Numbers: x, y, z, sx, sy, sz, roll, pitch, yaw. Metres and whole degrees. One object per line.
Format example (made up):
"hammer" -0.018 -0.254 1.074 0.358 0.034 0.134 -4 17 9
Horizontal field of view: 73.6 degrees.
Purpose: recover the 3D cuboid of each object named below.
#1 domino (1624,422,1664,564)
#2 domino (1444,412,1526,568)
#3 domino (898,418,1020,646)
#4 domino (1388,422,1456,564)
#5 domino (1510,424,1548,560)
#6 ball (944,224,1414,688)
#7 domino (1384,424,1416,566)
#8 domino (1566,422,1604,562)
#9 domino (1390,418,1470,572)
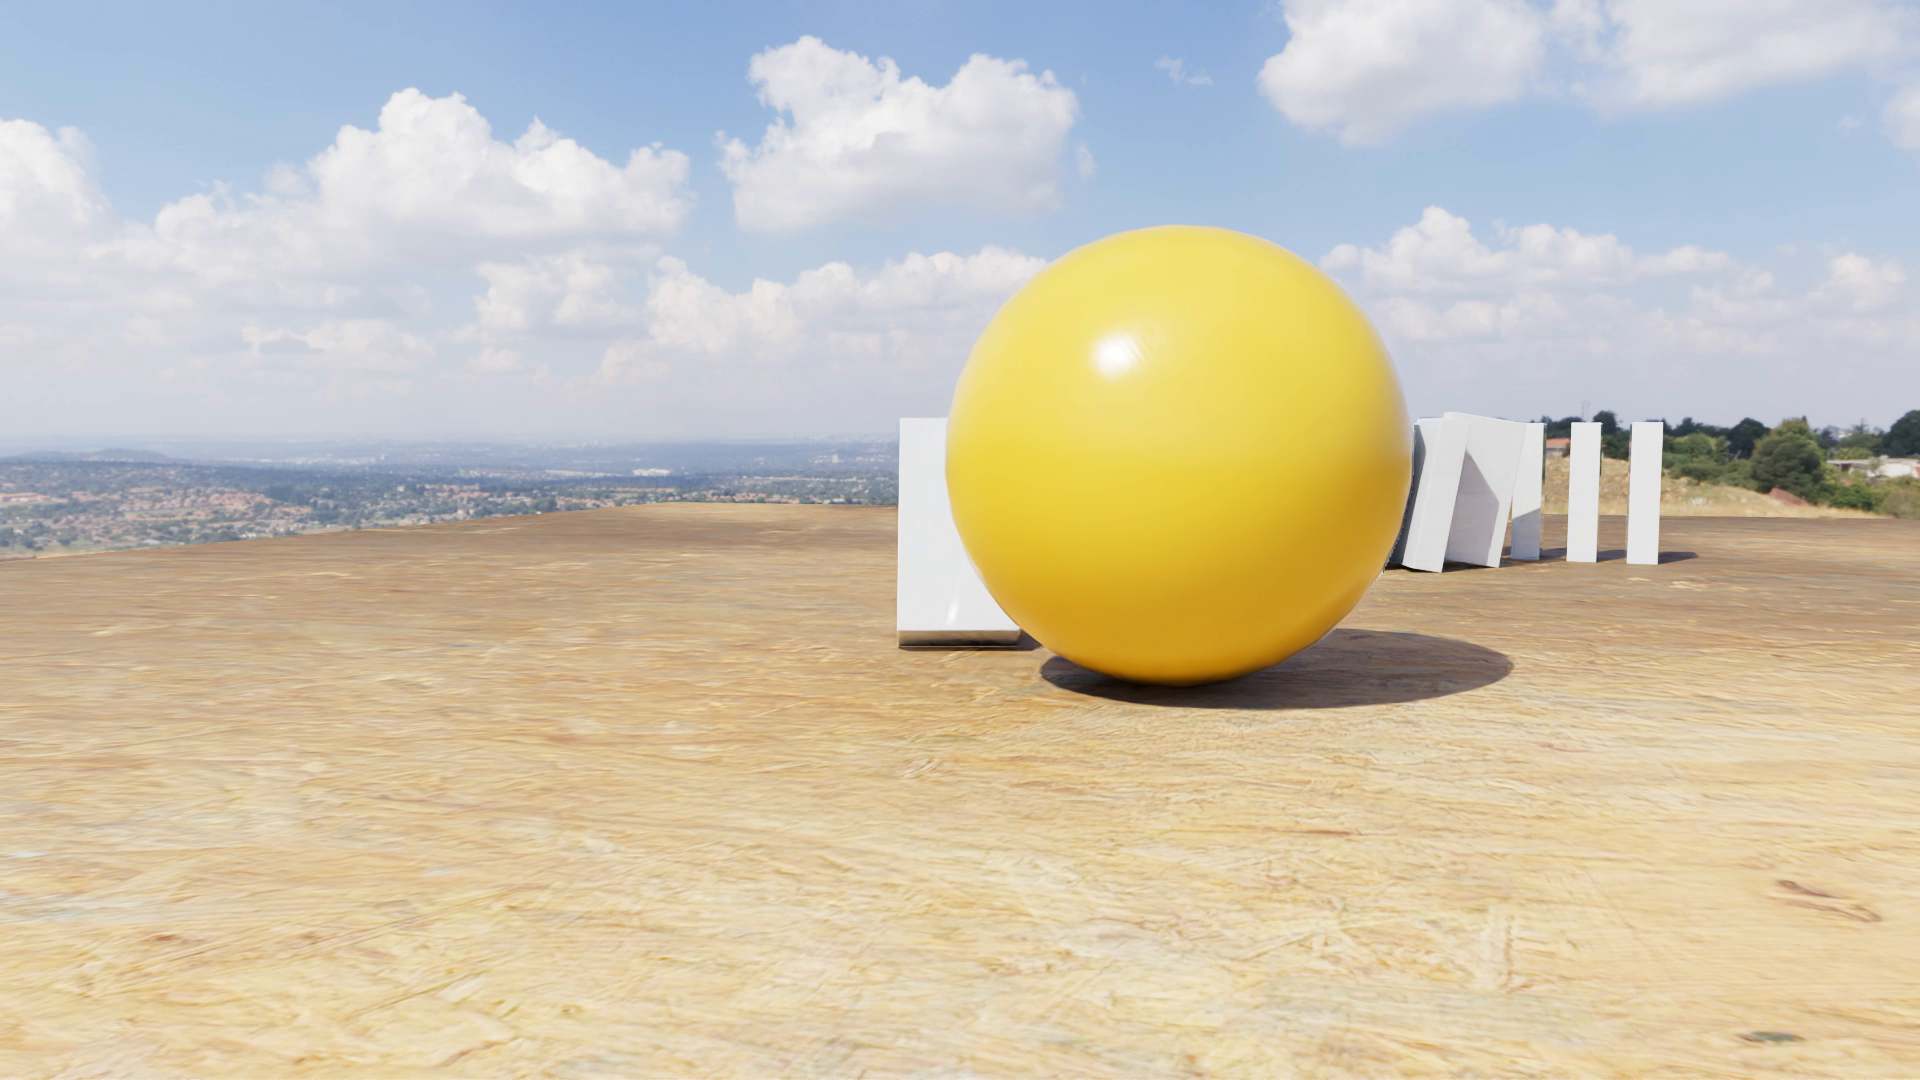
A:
"domino" 0.247 -0.017 0.463 0.009 0.050 0.025 2 5 26
"domino" 0.177 -0.017 0.443 0.025 0.050 0.009 9 4 0
"domino" -0.001 -0.002 0.276 0.025 0.050 0.010 0 -25 -1
"domino" 0.166 -0.017 0.461 0.025 0.050 0.010 -1 4 -16
"domino" 0.213 -0.019 0.481 0.009 0.050 0.025 2 5 27
"ball" 0.037 -0.014 0.225 0.080 0.080 0.080 0 4 0
"domino" 0.145 -0.016 0.440 0.009 0.050 0.025 13 9 21
"domino" 0.230 -0.018 0.472 0.010 0.050 0.025 2 5 28
"domino" 0.159 -0.016 0.434 0.010 0.050 0.025 9 5 1
